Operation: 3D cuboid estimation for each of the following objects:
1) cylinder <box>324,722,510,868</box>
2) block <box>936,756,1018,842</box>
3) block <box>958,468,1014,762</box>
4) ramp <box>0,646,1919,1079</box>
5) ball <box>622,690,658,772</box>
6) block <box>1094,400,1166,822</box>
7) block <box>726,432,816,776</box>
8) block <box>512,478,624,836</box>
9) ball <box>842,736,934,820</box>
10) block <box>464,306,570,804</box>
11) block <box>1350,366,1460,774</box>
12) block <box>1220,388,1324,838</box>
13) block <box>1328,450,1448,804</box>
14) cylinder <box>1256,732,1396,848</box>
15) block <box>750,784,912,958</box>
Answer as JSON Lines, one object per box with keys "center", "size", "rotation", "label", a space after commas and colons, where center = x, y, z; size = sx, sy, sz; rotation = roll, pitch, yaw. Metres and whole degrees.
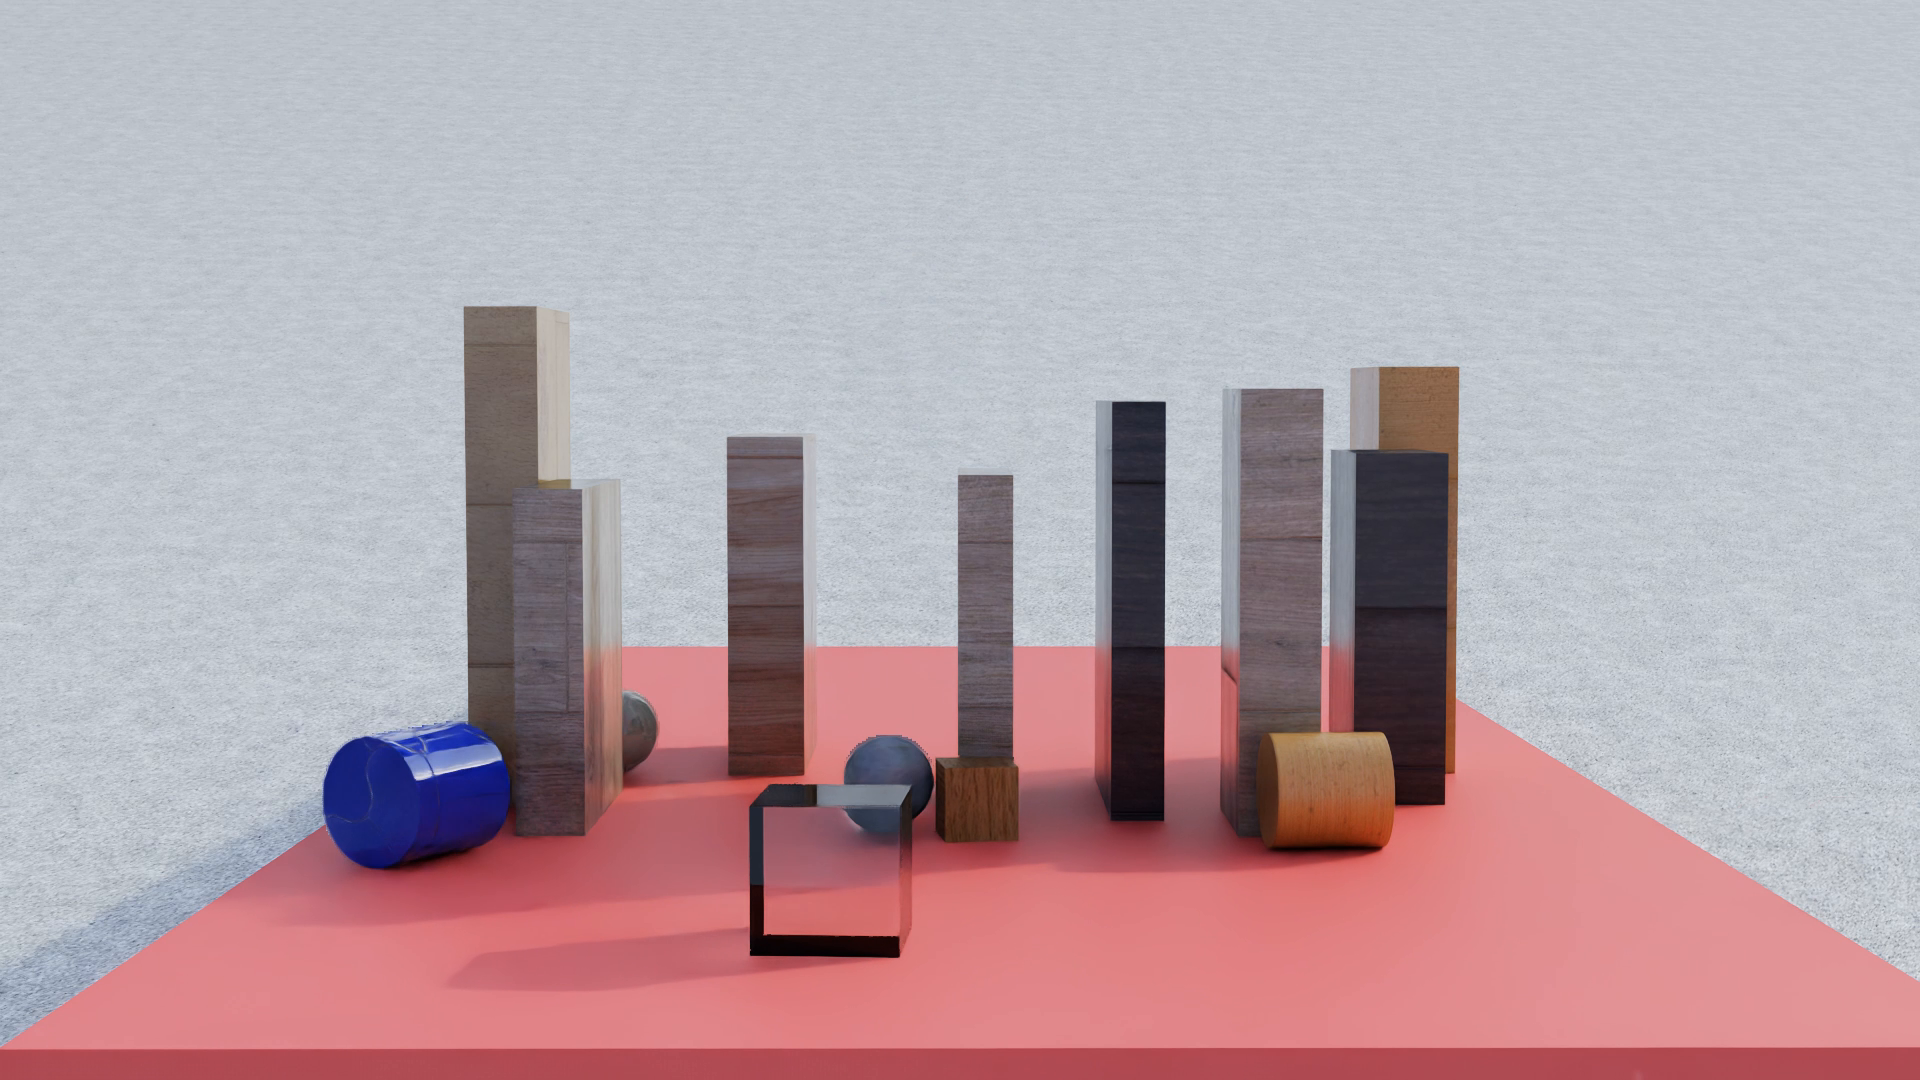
{"center": [-0.752, 0.352, 3.559], "size": [0.180, 0.180, 0.180], "rotation": [13, 9, 30], "label": "cylinder"}
{"center": [0.024, 0.377, 3.747], "size": [0.107, 0.107, 0.107], "rotation": [0, 3, -8], "label": "block"}
{"center": [0.038, 0.153, 4.042], "size": [0.084, 0.521, 0.334], "rotation": [0, 3, 0], "label": "block"}
{"center": [0.048, 0.436, 4.532], "size": [2.000, 0.100, 4.000], "rotation": [0, 3, 0], "label": "ramp"}
{"center": [-0.586, 0.324, 4.372], "size": [0.142, 0.142, 0.142], "rotation": [0, 21, 0], "label": "ball"}
{"center": [0.267, 0.096, 4.075], "size": [0.081, 0.631, 0.445], "rotation": [0, 3, 0], "label": "block"}
{"center": [-0.327, 0.101, 4.515], "size": [0.128, 0.571, 0.393], "rotation": [0, 3, 0], "label": "block"}
{"center": [-0.597, 0.166, 3.944], "size": [0.101, 0.506, 0.428], "rotation": [0, 3, 0], "label": "block"}
{"center": [-0.107, 0.359, 3.821], "size": [0.135, 0.135, 0.135], "rotation": [0, 21, 0], "label": "ball"}
{"center": [-0.714, 0.016, 4.181], "size": [0.114, 0.779, 0.339], "rotation": [0, 3, 0], "label": "block"}
{"center": [0.771, 0.043, 4.489], "size": [0.134, 0.688, 0.315], "rotation": [0, 3, 0], "label": "block"}
{"center": [0.464, 0.099, 3.842], "size": [0.119, 0.650, 0.259], "rotation": [0, 3, 0], "label": "block"}
{"center": [0.687, 0.132, 4.138], "size": [0.144, 0.550, 0.266], "rotation": [0, 3, 0], "label": "block"}
{"center": [0.517, 0.354, 3.644], "size": [0.164, 0.164, 0.164], "rotation": [0, 21, -4], "label": "cylinder"}
{"center": [-0.150, 0.386, 3.024], "size": [0.172, 0.172, 0.172], "rotation": [0, 3, 4], "label": "block"}
